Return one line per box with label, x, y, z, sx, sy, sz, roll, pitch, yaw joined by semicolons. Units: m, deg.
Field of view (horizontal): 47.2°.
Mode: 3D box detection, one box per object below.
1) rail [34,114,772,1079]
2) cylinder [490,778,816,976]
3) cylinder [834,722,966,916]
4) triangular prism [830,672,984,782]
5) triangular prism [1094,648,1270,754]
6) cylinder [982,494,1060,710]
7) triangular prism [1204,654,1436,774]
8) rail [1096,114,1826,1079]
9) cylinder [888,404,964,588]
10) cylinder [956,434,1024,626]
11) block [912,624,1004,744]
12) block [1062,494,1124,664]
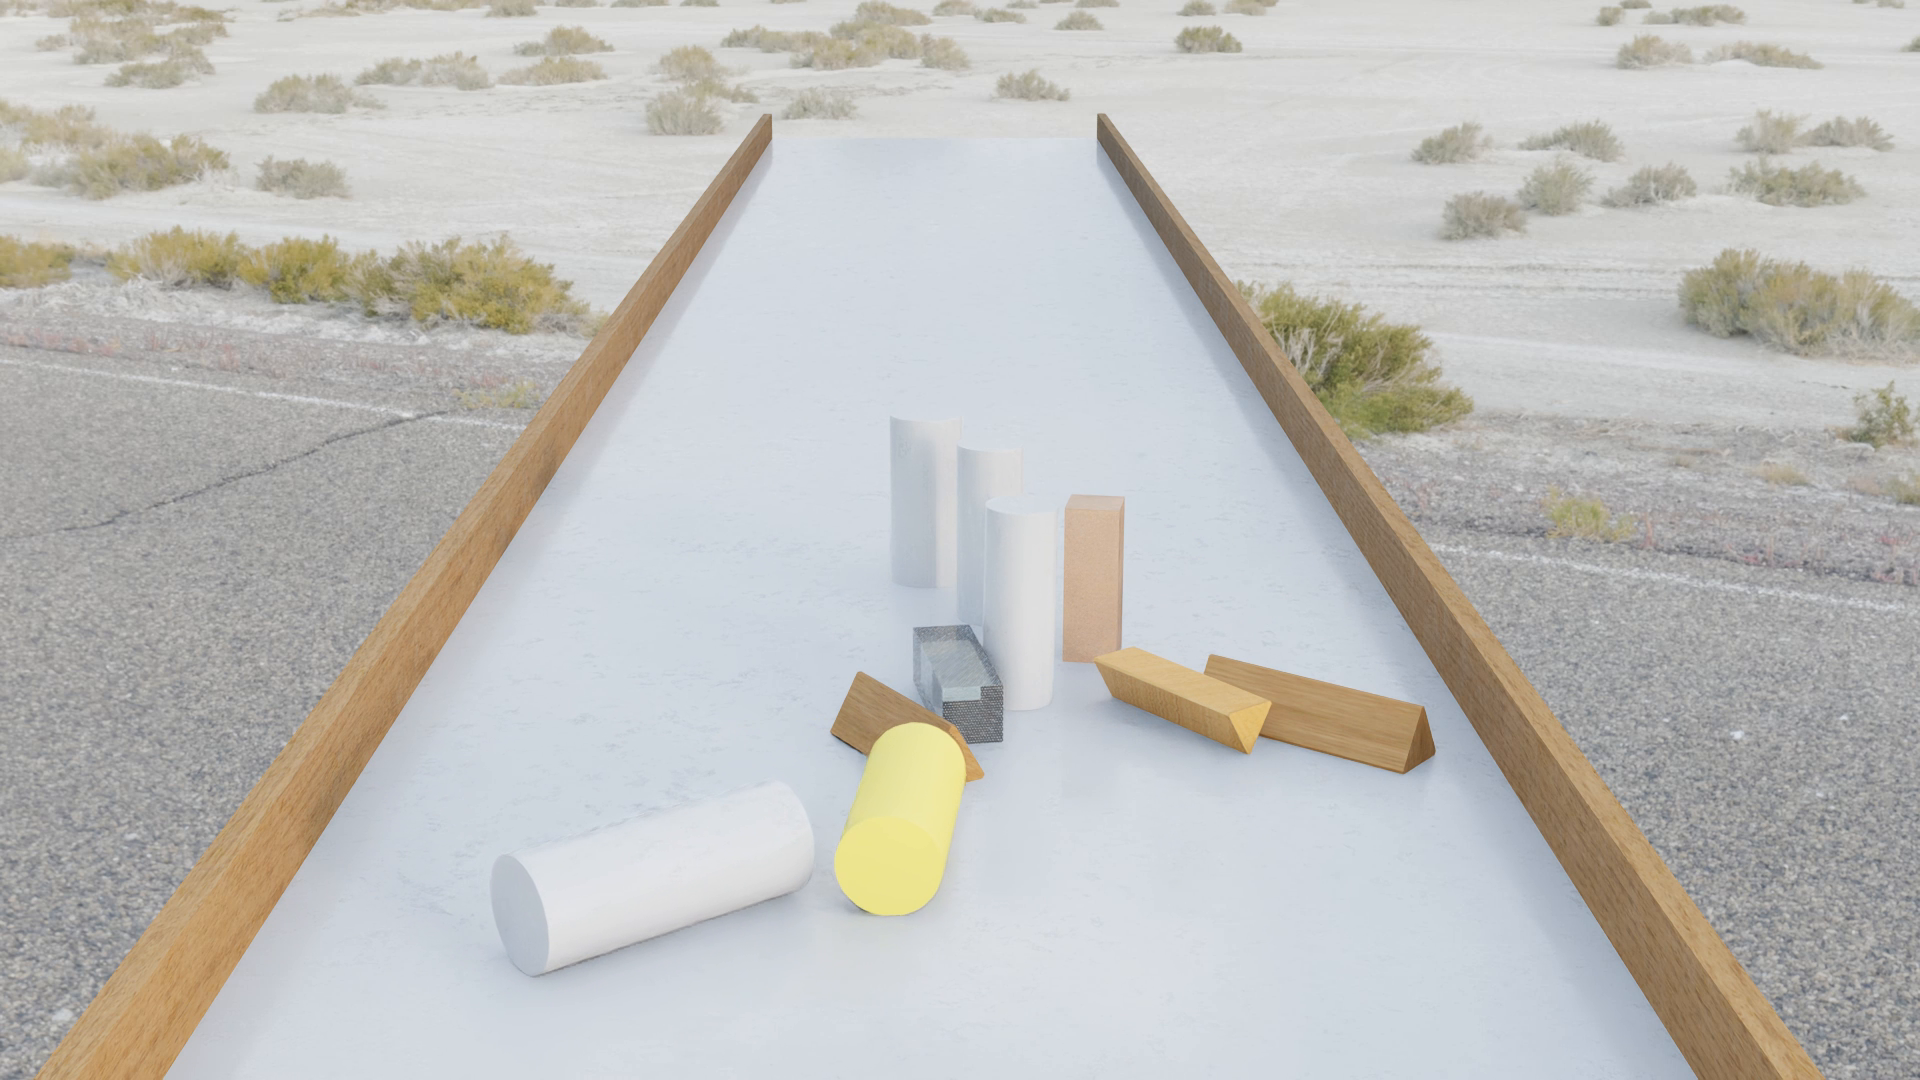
rail;-1.118;-0.838;7.780;0.050;0.150;12.000;0;17;-1
cylinder;-0.451;0.493;3.259;0.450;0.178;0.178;-13;21;-37
cylinder;-0.090;0.435;3.479;0.163;0.163;0.383;2;17;5
triangular prism;-0.098;0.331;3.912;0.126;0.109;0.322;-11;20;-31
triangular prism;0.416;0.276;4.066;0.089;0.102;0.369;-43;35;-21
cylinder;0.113;0.118;4.153;0.138;0.384;0.138;1;16;0
triangular prism;0.641;0.304;4.006;0.440;0.107;0.123;13;21;37
rail;0.932;-0.844;7.801;0.050;0.150;12.000;0;17;-1
cylinder;-0.074;-0.098;4.892;0.165;0.379;0.165;0;17;0
cylinder;0.064;-0.021;4.631;0.142;0.379;0.142;0;17;0
block;-0.007;0.268;4.129;0.111;0.111;0.344;-3;17;-10
block;0.268;0.078;4.404;0.108;0.319;0.108;3;17;9
